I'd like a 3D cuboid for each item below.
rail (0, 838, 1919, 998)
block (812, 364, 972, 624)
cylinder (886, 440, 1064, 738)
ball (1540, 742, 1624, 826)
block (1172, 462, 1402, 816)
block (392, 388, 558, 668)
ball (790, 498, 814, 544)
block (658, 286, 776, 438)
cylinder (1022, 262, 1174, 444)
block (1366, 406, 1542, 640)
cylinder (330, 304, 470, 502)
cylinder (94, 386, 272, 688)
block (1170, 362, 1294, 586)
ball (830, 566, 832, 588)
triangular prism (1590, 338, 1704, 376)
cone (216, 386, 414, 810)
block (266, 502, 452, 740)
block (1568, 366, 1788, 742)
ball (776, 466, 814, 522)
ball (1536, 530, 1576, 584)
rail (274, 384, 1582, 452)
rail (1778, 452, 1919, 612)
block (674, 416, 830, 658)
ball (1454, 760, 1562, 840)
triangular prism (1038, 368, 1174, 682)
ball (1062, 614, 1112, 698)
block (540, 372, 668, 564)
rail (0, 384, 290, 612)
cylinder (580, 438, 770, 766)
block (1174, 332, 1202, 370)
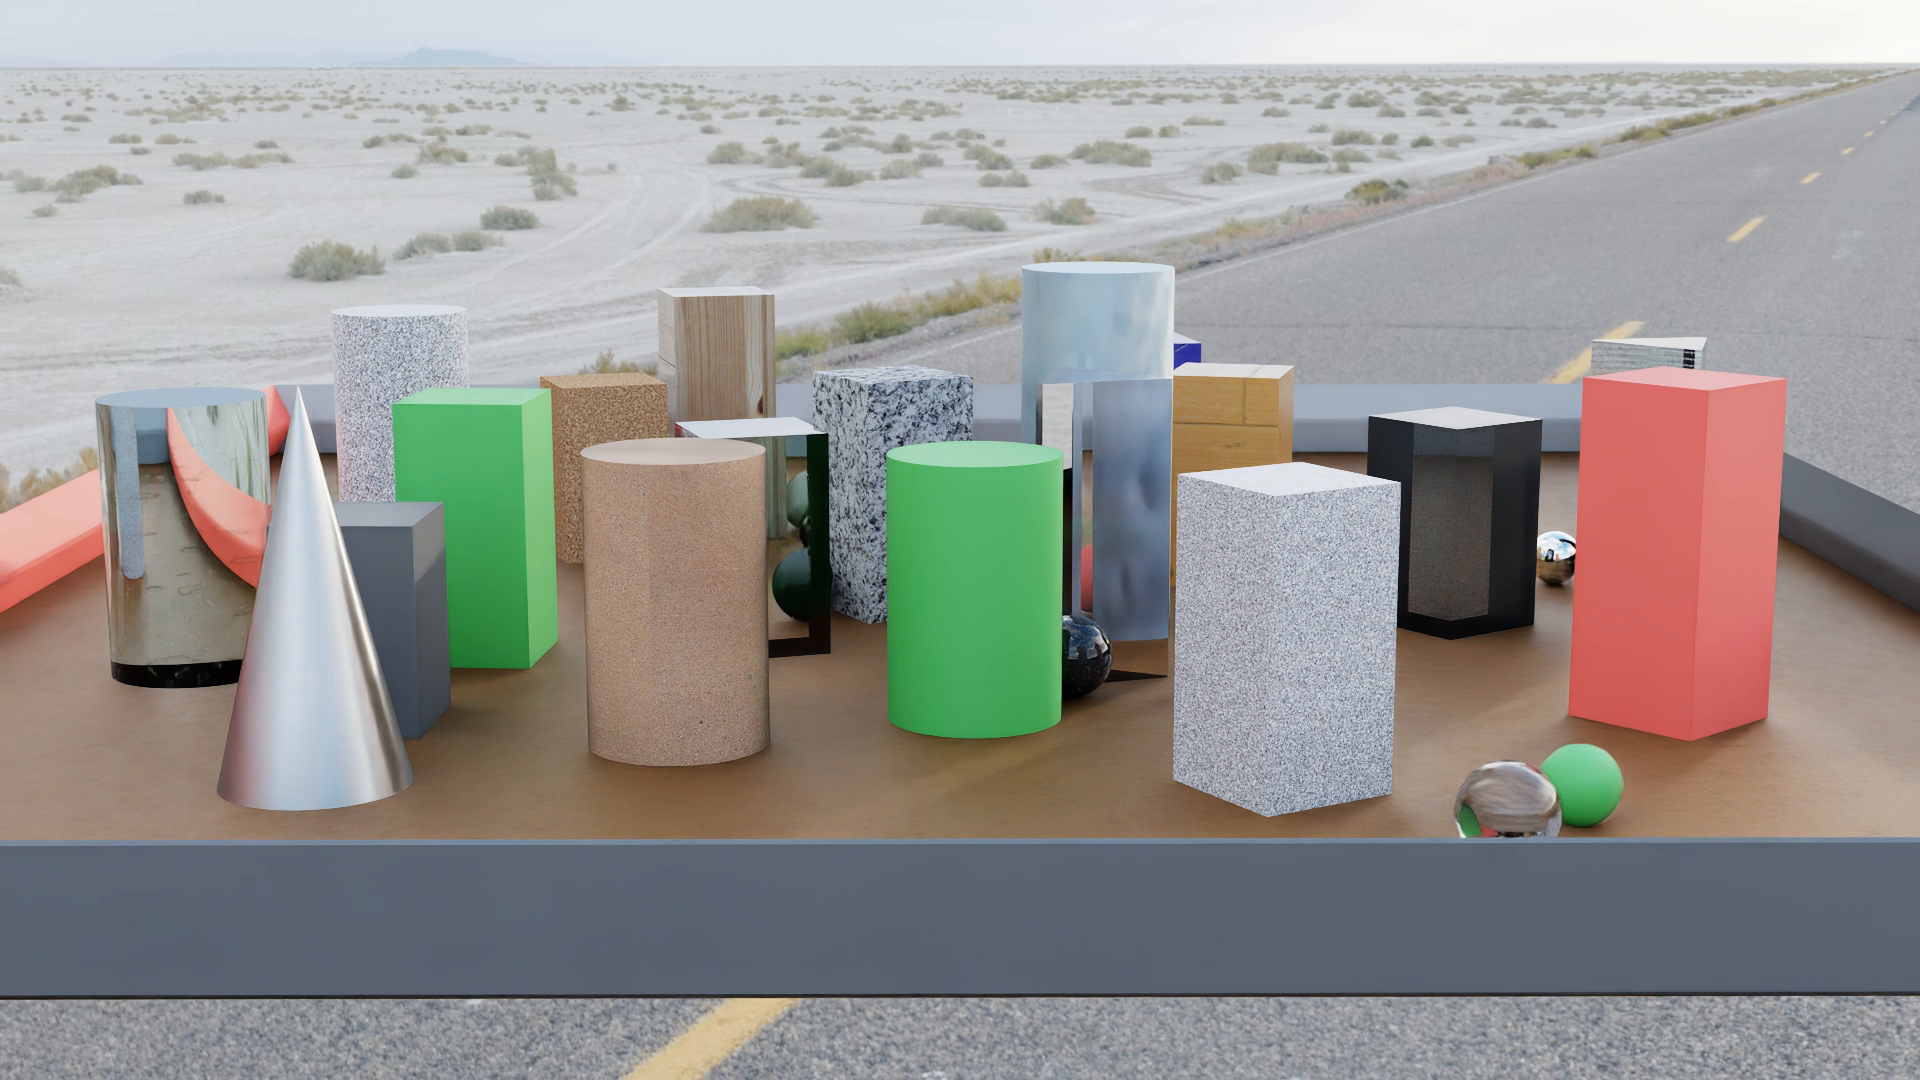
[{"bbox_3d":[0.008,0.294,2.040,2.589,0.128,0.045,0,10,0],"label":"rail"},{"bbox_3d":[-0.091,-0.066,3.463,0.158,0.318,0.158,-6,12,-30],"label":"block"},{"bbox_3d":[0.017,0.052,2.880,0.197,0.300,0.197,0,10,0],"label":"cylinder"},{"bbox_3d":[0.602,0.237,2.487,0.080,0.080,0.080,0,10,0],"label":"ball"},{"bbox_3d":[0.328,0.095,2.594,0.158,0.319,0.158,-6,12,-31],"label":"block"},{"bbox_3d":[-0.599,-0.018,3.187,0.158,0.325,0.158,1,11,4],"label":"block"},{"bbox_3d":[-0.217,-0.023,3.880,0.082,0.082,0.082,0,10,0],"label":"ball"},{"bbox_3d":[-0.386,-0.209,4.083,0.158,0.374,0.158,-3,11,-16],"label":"block"},{"bbox_3d":[0.178,-0.122,3.355,0.197,0.469,0.197,0,10,0],"label":"cylinder"},{"bbox_3d":[0.646,-0.026,3.373,0.158,0.273,0.158,-7,13,-35],"label":"block"},{"bbox_3d":[-0.826,-0.157,3.815,0.197,0.370,0.197,0,10,0],"label":"cylinder"},{"bbox_3d":[-0.932,-0.007,3.101,0.197,0.335,0.197,0,10,0],"label":"cylinder"},{"bbox_3d":[0.384,-0.093,3.661,0.158,0.300,0.158,3,11,14],"label":"block"},{"bbox_3d":[-0.220,0.049,3.452,0.097,0.097,0.097,0,10,0],"label":"ball"},{"bbox_3d":[0.994,-0.106,3.602,0.148,0.348,0.171,-9,14,-41],"label":"triangular prism"},{"bbox_3d":[-0.661,0.047,2.598,0.197,0.413,0.197,0,10,0],"label":"cone"},{"bbox_3d":[-0.668,0.087,2.864,0.158,0.237,0.158,0,10,1],"label":"block"},{"bbox_3d":[0.802,0.010,2.872,0.158,0.385,0.158,-9,14,-41],"label":"block"},{"bbox_3d":[-0.252,-0.071,4.102,0.097,0.097,0.097,0,10,0],"label":"ball"},{"bbox_3d":[0.845,0.025,3.642,0.076,0.076,0.076,0,10,0],"label":"ball"},{"bbox_3d":[-0.008,-0.228,4.857,2.589,0.128,0.045,0,10,0],"label":"rail"},{"bbox_3d":[1.271,0.032,3.456,0.045,0.128,2.912,0,10,0],"label":"rail"},{"bbox_3d":[-0.262,-0.004,3.239,0.158,0.279,0.158,-4,11,-19],"label":"block"},{"bbox_3d":[0.505,0.251,2.362,0.098,0.098,0.098,0,10,0],"label":"ball"},{"bbox_3d":[0.146,-0.021,3.103,0.171,0.362,0.148,-4,11,-20],"label":"triangular prism"},{"bbox_3d":[0.130,0.135,2.990,0.096,0.096,0.096,0,10,0],"label":"ball"},{"bbox_3d":[-0.535,-0.112,3.870,0.158,0.261,0.158,-4,11,-20],"label":"block"},{"bbox_3d":[-1.271,0.034,3.442,0.045,0.128,2.912,0,10,0],"label":"rail"},{"bbox_3d":[-0.306,0.062,2.767,0.197,0.321,0.197,0,10,0],"label":"cylinder"},{"bbox_3d":[0.273,-0.155,3.963,0.158,0.313,0.158,-2,11,-10],"label":"block"}]
